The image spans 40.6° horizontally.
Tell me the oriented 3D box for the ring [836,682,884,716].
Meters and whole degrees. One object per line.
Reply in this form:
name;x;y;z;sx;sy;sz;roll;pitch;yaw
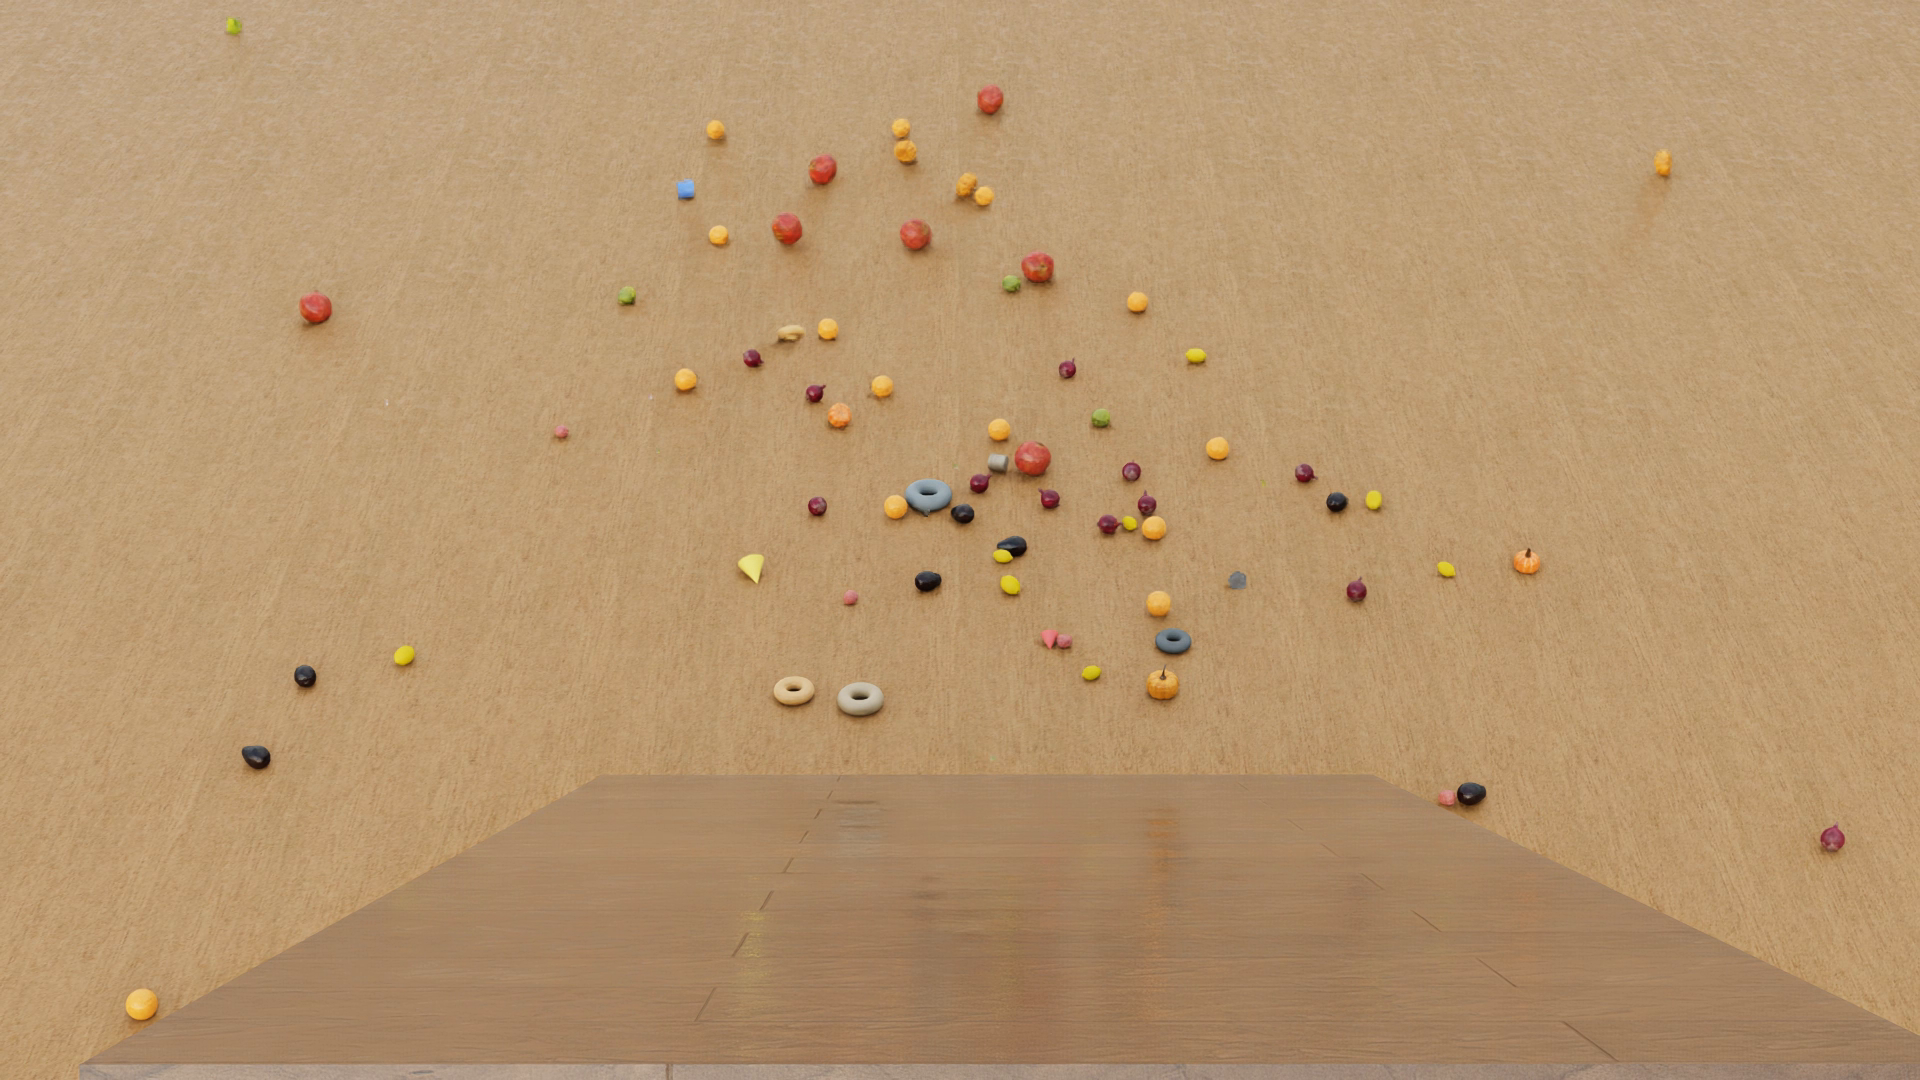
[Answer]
ring;-0.273;0.437;7.119;0.130;0.043;0.130;-1;31;1

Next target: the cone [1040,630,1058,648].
cone;0.256;0.290;7.369;0.052;0.052;0.052;-1;59;-1

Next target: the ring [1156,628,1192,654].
ring;0.606;0.287;7.364;0.104;0.035;0.104;0;31;0

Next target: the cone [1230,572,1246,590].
cone;0.824;0.118;7.641;0.054;0.054;0.054;10;7;15

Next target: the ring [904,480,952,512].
ring;-0.098;-0.139;8.025;0.149;0.050;0.149;-1;33;1

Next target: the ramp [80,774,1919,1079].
ramp;0.072;0.631;4.728;2.000;0.100;4.000;0;-1;0

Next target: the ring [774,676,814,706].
ring;-0.458;0.416;7.156;0.114;0.038;0.114;-1;31;0

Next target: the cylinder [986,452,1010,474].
cylinder;0.121;-0.243;8.187;0.052;0.052;0.052;31;40;13

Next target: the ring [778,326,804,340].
ring;-0.582;-0.712;8.908;0.095;0.032;0.095;-8;-12;-2

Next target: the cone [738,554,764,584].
cone;-0.609;0.097;7.663;0.080;0.080;0.080;-10;60;-16
